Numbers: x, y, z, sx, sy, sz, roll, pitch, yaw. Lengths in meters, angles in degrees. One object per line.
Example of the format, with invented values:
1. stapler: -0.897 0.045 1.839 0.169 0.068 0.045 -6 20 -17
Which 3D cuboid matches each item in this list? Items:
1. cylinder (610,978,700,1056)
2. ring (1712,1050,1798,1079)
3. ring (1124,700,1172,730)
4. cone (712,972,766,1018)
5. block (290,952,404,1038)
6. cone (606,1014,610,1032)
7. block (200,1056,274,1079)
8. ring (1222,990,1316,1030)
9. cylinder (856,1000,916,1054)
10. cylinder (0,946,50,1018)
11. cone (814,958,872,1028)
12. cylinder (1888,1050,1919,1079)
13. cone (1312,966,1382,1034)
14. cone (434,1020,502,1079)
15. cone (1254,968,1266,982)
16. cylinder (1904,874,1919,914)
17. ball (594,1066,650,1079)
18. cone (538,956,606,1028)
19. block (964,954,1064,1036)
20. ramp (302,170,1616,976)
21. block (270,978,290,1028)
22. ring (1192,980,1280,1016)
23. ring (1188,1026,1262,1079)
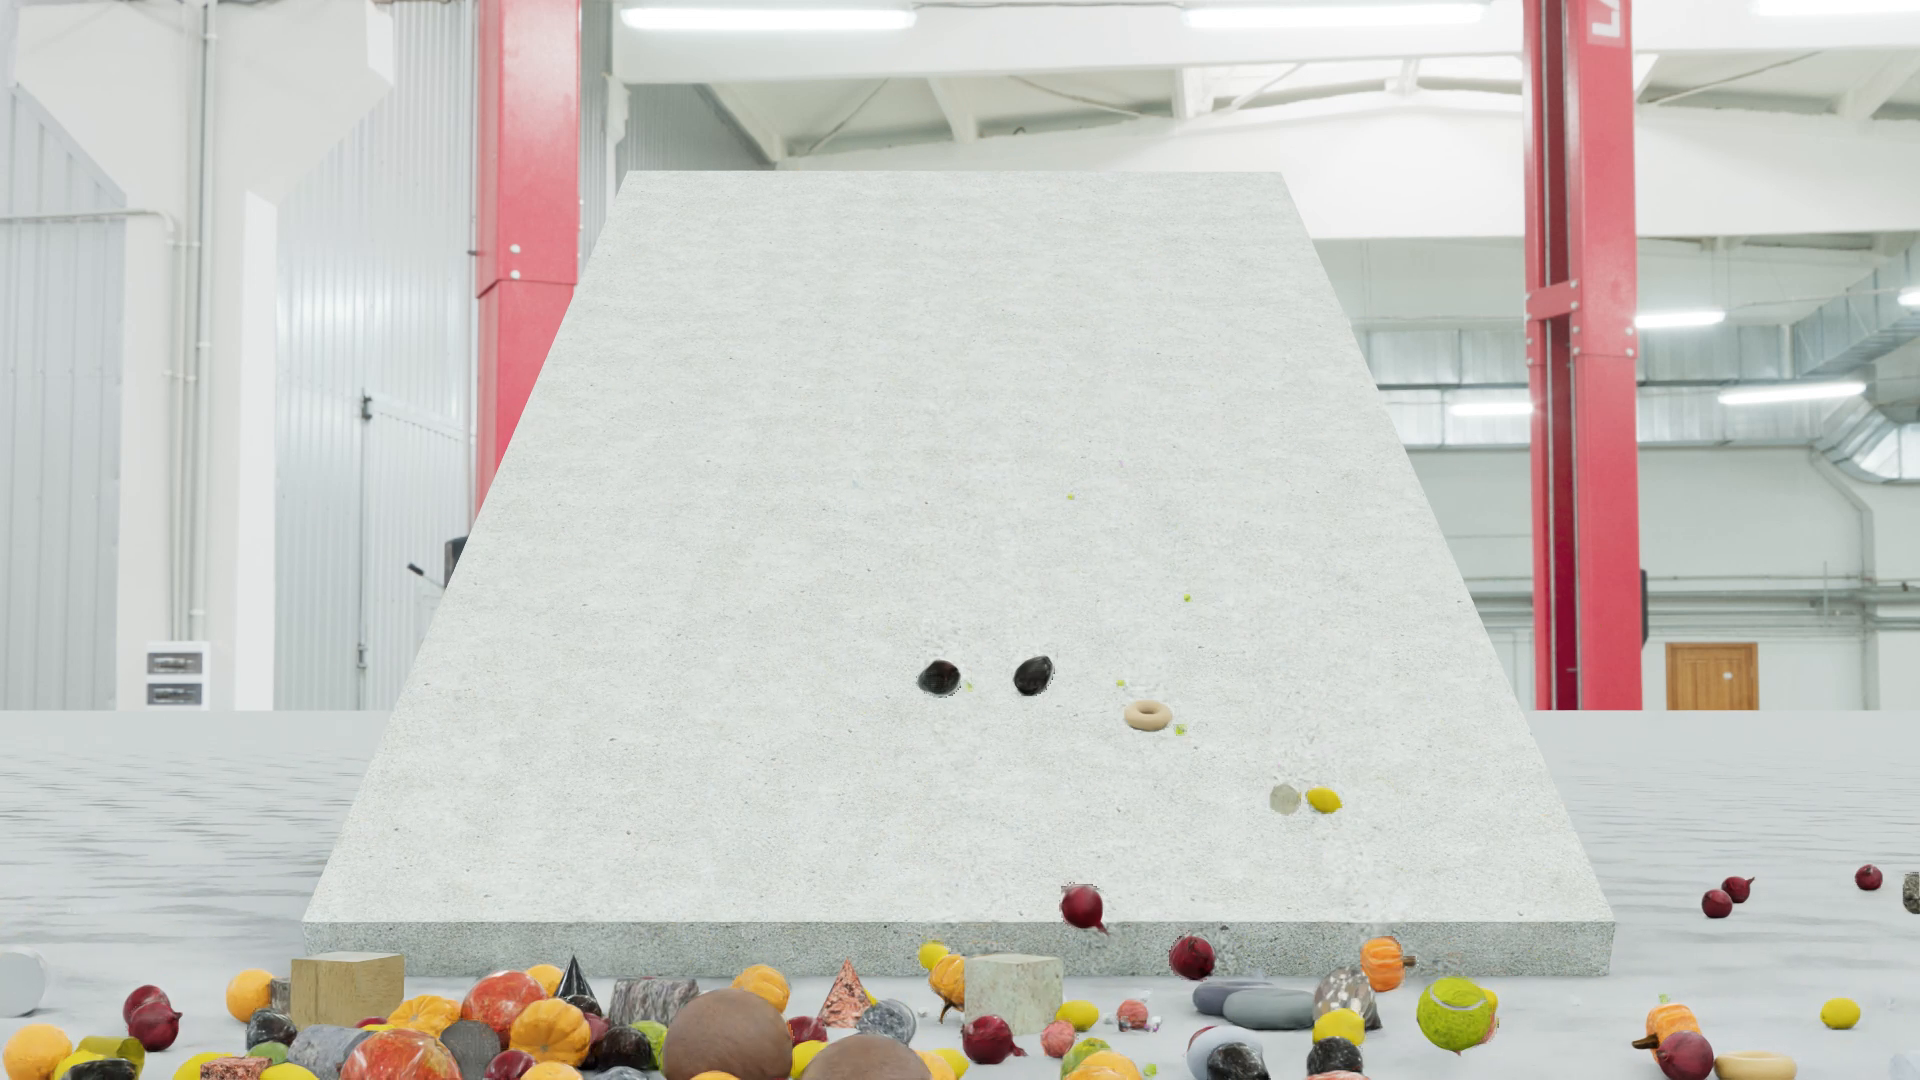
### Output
1. cylinder: -0.365 0.570 2.807 0.089 0.089 0.089 0 -4 6
2. ring: 0.882 0.586 2.604 0.089 0.030 0.089 -1 -3 0
3. ring: 0.330 0.307 4.118 0.084 0.028 0.084 0 24 0
4. cone: -0.306 0.625 3.153 0.064 0.064 0.064 -28 9 -26
5. block: -0.774 0.577 2.967 0.099 0.099 0.099 -2 -4 22
6. cone: -0.402 0.610 2.916 0.057 0.057 0.057 3 22 -35
7. block: -0.739 0.559 2.395 0.054 0.054 0.054 -1 -4 7
8. ring: 0.408 0.611 3.055 0.130 0.043 0.130 -1 -5 0
9. cylinder: -0.088 0.585 2.813 0.061 0.061 0.061 -1 -8 12
10. cylinder: -1.282 0.597 3.176 0.087 0.087 0.087 1 -4 -18
11. cone: -0.148 0.591 3.081 0.087 0.087 0.087 0 -4 0
12. cylinder: 0.967 0.536 2.320 0.066 0.066 0.066 -7 -3 -6
13. cone: 0.516 0.608 3.012 0.092 0.092 0.092 37 -26 -33
14. cone: -0.554 0.587 2.637 0.073 0.073 0.073 1 -31 -12
15. cone: 0.414 0.618 3.245 0.054 0.054 0.054 0 -4 0
16. cylinder: 1.894 0.699 4.630 0.059 0.059 0.059 -1 -41 20
17. ball: -0.327 0.543 2.265 0.068 0.068 0.068 0 -4 0
18. cone: -0.508 0.589 3.081 0.090 0.090 0.090 0 -4 0
19. block: 0.069 0.585 3.022 0.091 0.091 0.091 -4 -5 42
20. ramp: -0.009 -0.229 5.398 2.000 0.100 4.000 0 25 0
21. block: -0.865 0.604 3.065 0.058 0.058 0.058 2 -5 -31
22. ring: 0.377 0.621 3.175 0.124 0.041 0.124 0 -5 0
23. ring: 0.289 0.563 2.557 0.084 0.084 0.028 0 35 -6
